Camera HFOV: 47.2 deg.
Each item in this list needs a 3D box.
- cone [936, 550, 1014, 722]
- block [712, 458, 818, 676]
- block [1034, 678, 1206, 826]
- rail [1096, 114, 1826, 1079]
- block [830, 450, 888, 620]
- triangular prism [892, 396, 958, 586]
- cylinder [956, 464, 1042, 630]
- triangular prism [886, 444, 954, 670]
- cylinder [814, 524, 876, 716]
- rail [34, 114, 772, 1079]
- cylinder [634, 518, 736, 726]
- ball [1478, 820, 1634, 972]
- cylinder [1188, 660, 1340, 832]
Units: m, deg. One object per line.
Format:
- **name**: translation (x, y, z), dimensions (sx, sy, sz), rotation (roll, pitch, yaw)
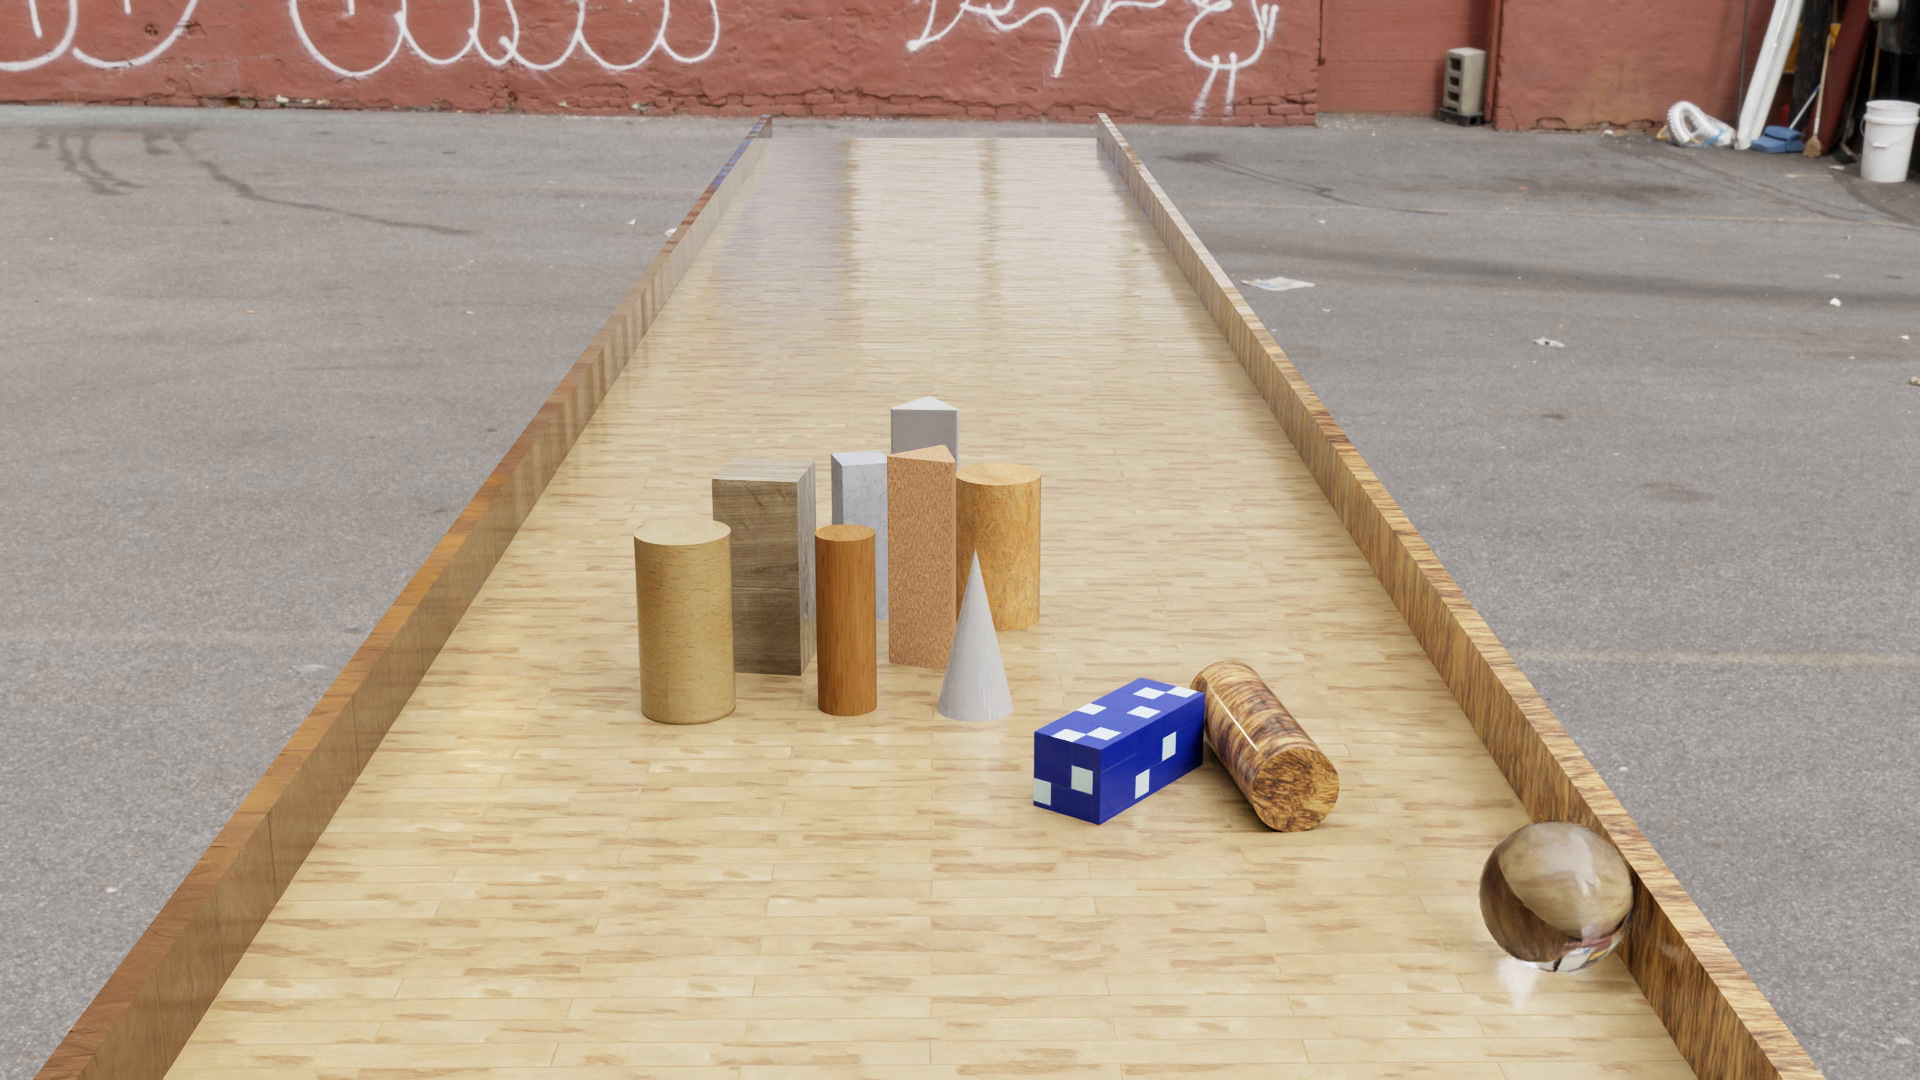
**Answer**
- **cone**: translation (0.029, 0.166, 4.115), dimensions (0.145, 0.316, 0.145), rotation (0, 17, 0)
- **block**: translation (-0.383, 0.051, 4.362), dimensions (0.168, 0.395, 0.168), rotation (2, 17, 8)
- **block**: translation (0.277, 0.359, 3.785), dimensions (0.134, 0.134, 0.329), rotation (12, 20, 35)
- **rail**: translation (0.932, -0.844, 7.801), dimensions (0.050, 0.150, 12.000), rotation (0, 17, -1)
- **block**: translation (-0.207, -0.008, 4.652), dimensions (0.106, 0.343, 0.106), rotation (-5, 17, -15)
- **triangular prism**: translation (-0.072, -0.109, 4.889), dimensions (0.146, 0.402, 0.126), rotation (1, 17, 4)
- **cylinder**: translation (0.079, 0.013, 4.631), dimensions (0.180, 0.315, 0.180), rotation (0, 17, 0)
- **triangular prism**: translation (-0.054, 0.032, 4.373), dimensions (0.141, 0.426, 0.122), rotation (6, 18, 21)
- **cylinder**: translation (-0.213, 0.150, 4.121), dimensions (0.112, 0.342, 0.112), rotation (0, 17, 0)
- **rail**: translation (-1.118, -0.838, 7.780), dimensions (0.050, 0.150, 12.000), rotation (0, 17, -1)
- **cylinder**: translation (-0.513, 0.151, 4.108), dimensions (0.178, 0.348, 0.178), rotation (0, 17, 0)
- **ball**: translation (0.851, 0.508, 3.141), dimensions (0.215, 0.215, 0.215), rotation (0, 17, 0)
- **cylinder**: translation (0.516, 0.349, 3.795), dimensions (0.148, 0.148, 0.429), rotation (-3, 17, -8)
